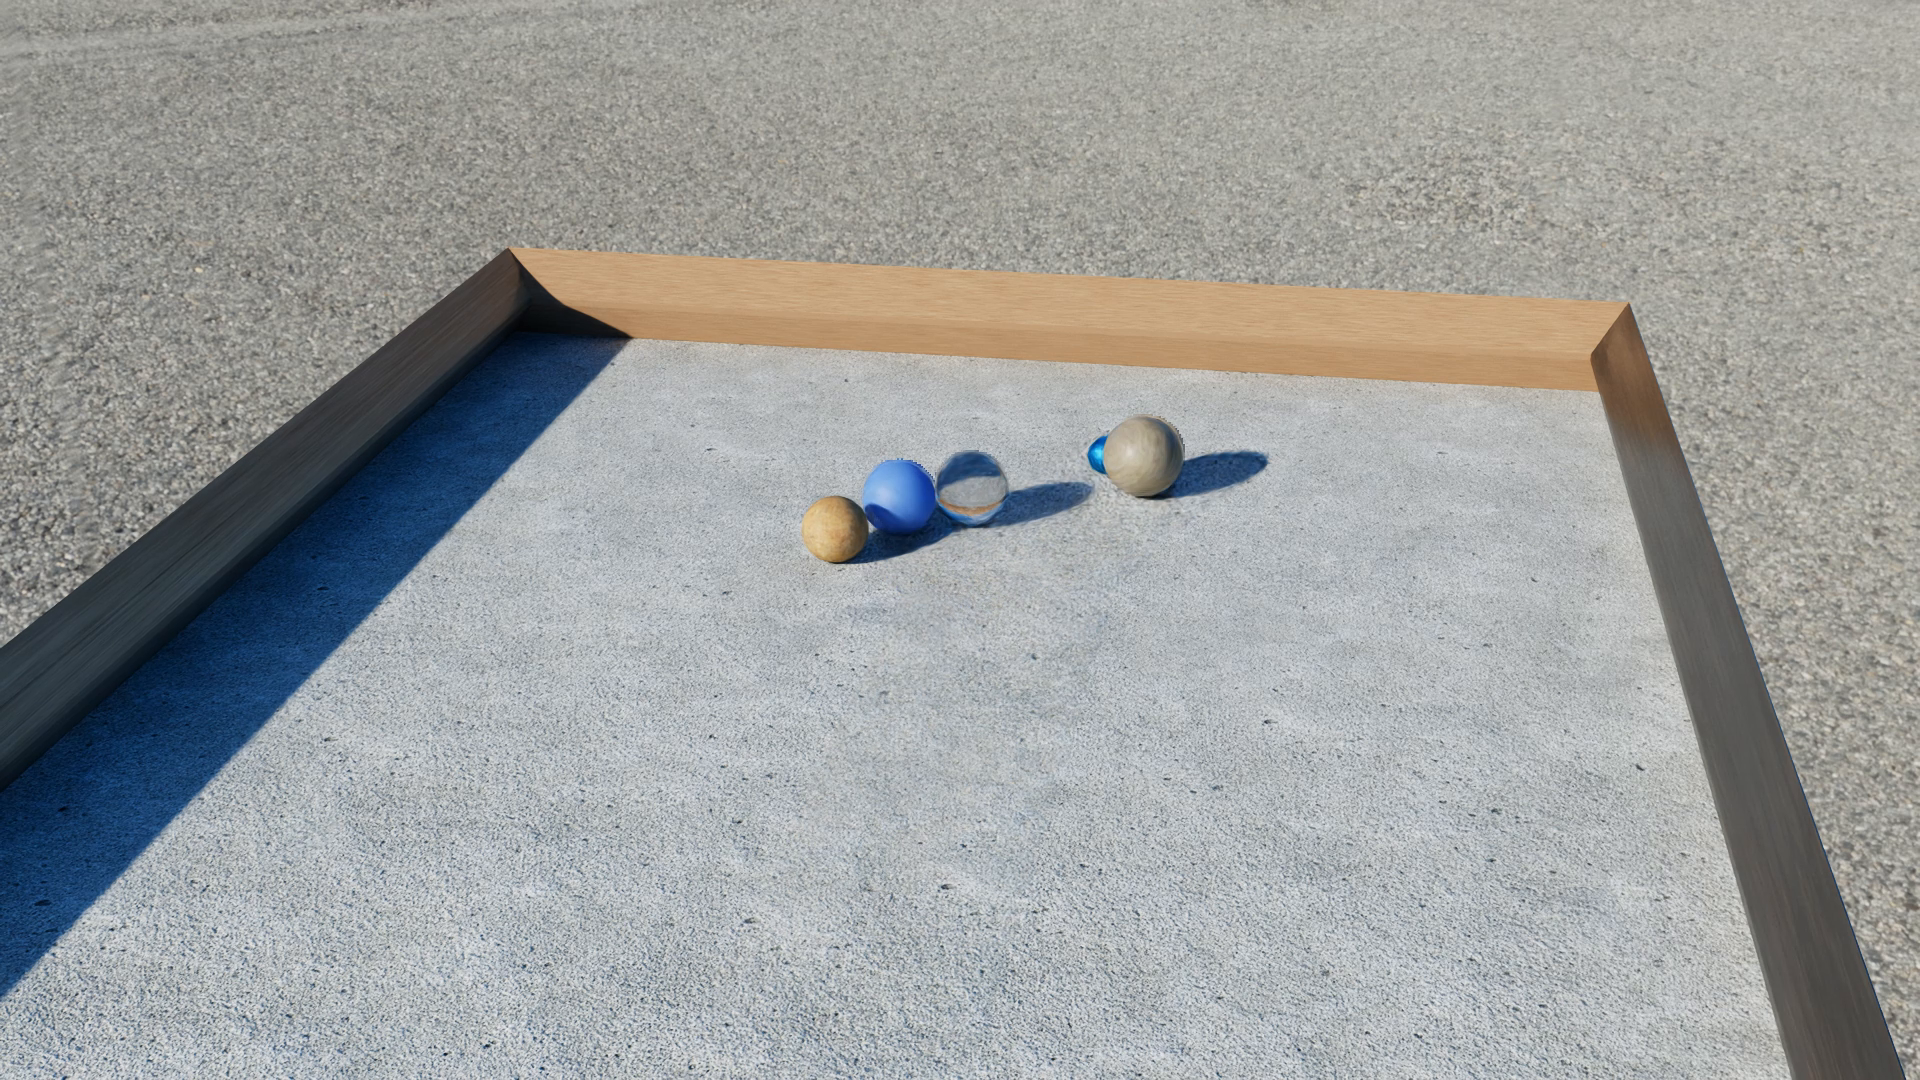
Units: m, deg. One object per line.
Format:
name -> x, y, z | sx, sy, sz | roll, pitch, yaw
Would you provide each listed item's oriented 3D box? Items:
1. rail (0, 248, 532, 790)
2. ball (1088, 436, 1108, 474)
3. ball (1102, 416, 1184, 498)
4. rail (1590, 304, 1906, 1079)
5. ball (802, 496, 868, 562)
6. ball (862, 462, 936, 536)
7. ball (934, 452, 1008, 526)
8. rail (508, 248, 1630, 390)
rail -> -0.811, 0.197, 1.768 | 0.045, 0.117, 2.690 | 4, 24, 9
ball -> 0.169, -0.097, 2.526 | 0.044, 0.044, 0.044 | 0, 24, 0
ball -> 0.205, -0.093, 2.460 | 0.090, 0.090, 0.090 | 0, 24, 0
rail -> 0.586, 0.293, 1.551 | 0.045, 0.117, 2.690 | 4, 24, 9
ball -> -0.130, -0.011, 2.300 | 0.070, 0.070, 0.070 | 0, 24, 0
ball -> -0.066, -0.045, 2.363 | 0.080, 0.080, 0.080 | 0, 24, 0
ball -> 0.012, -0.055, 2.388 | 0.079, 0.079, 0.079 | 0, 24, 0
rail -> 0.108, -0.282, 2.851 | 1.464, 0.117, 0.045 | 4, 24, 9
